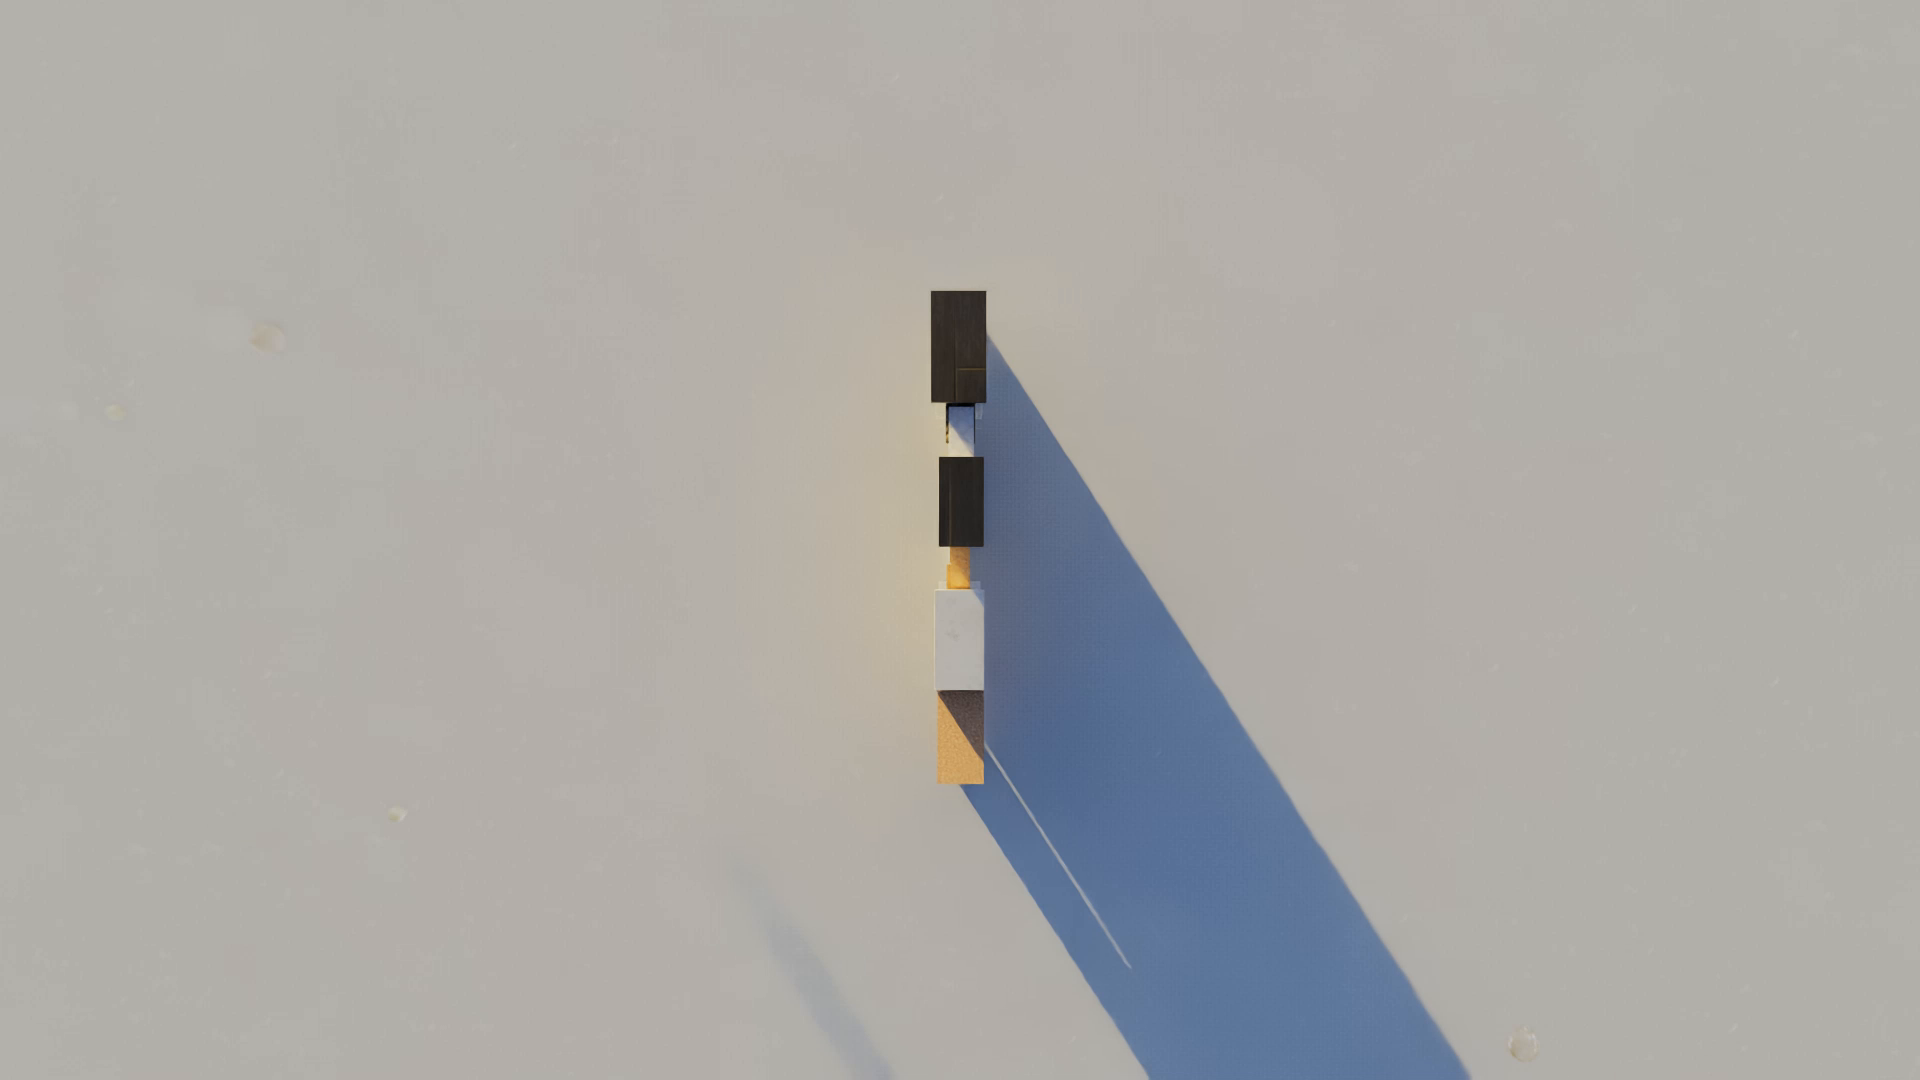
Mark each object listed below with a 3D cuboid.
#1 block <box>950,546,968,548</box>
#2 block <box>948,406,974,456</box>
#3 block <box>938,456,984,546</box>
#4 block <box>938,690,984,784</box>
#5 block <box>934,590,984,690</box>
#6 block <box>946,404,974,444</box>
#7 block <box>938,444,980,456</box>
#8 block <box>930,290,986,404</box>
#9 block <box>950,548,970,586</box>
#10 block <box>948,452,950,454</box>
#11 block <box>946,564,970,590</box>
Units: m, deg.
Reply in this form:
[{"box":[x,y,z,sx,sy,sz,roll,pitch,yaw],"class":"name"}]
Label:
[{"box":[-0.004,0.018,5.379,0.057,0.016,0.113,0,90,0],"class":"block"},{"box":[0.004,-0.329,5.038,0.077,0.022,0.153,0,90,0],"class":"block"},{"box":[0.003,-0.114,4.915,0.134,0.038,0.268,0,90,0],"class":"block"},{"box":[0.002,0.600,5.037,0.142,0.040,0.283,0,90,0],"class":"block"},{"box":[-0.002,0.302,5.005,0.152,0.043,0.303,0,90,0],"class":"block"},{"box":[0.001,-0.404,5.299,0.094,0.027,0.188,0,90,0],"class":"block"},{"box":[-0.003,-0.175,5.221,0.131,0.037,0.261,0,90,0],"class":"block"},{"box":[-0.004,-0.576,4.931,0.166,0.047,0.331,0,90,0],"class":"block"},{"box":[0.001,0.085,5.201,0.060,0.017,0.120,0,90,0],"class":"block"},{"box":[0.004,-0.278,5.126,0.076,0.153,0.022,0,90,0],"class":"block"},{"box":[-0.006,0.154,5.340,0.075,0.021,0.149,1,90,0],"class":"block"}]
